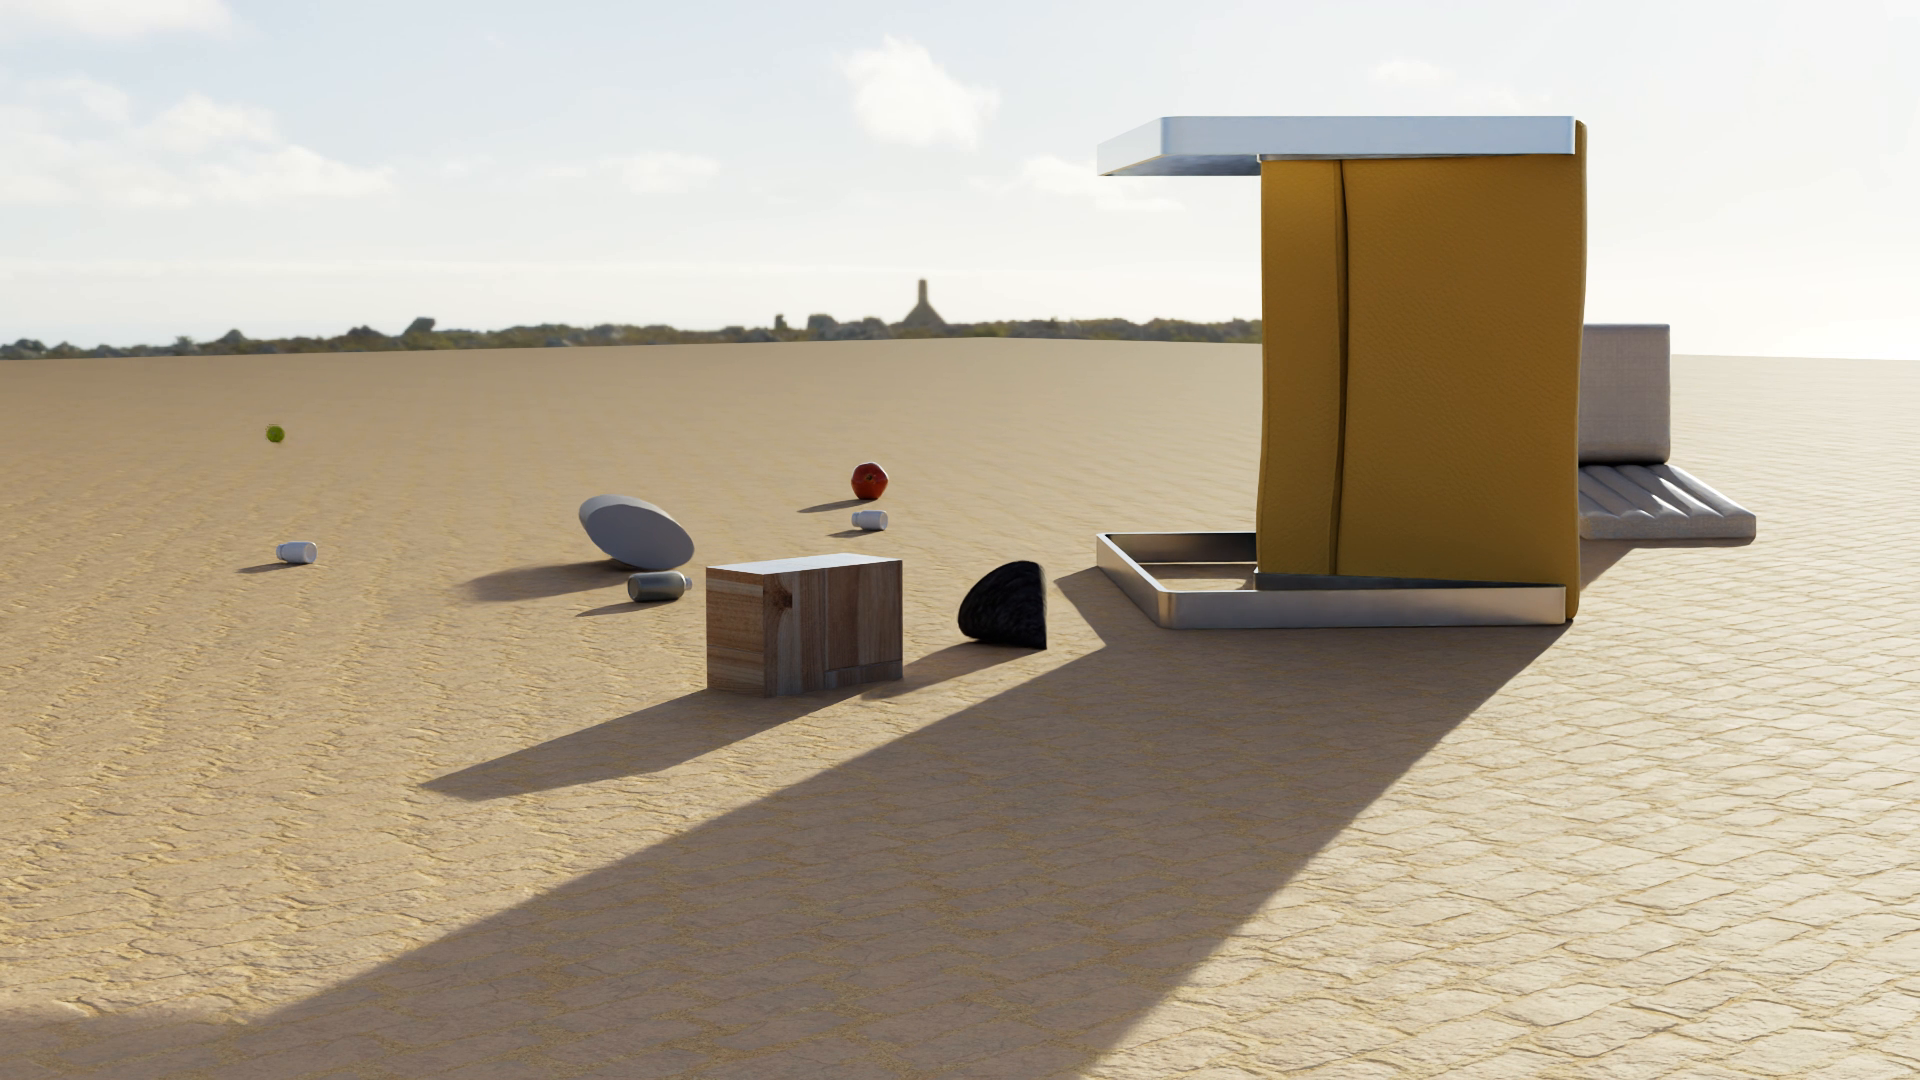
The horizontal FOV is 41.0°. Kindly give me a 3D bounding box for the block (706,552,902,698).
[{"bbox_3d":[-0.250,0.135,4.152,0.298,0.195,0.141,-6,8,-44],"label":"block"}]

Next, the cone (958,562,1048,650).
[{"bbox_3d":[0.115,0.151,4.578,0.190,0.170,0.149,-22,46,-24],"label":"cone"}]

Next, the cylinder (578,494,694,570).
[{"bbox_3d":[-0.746,-0.020,5.886,0.250,0.131,0.279,18,2,-13],"label":"cylinder"}]
